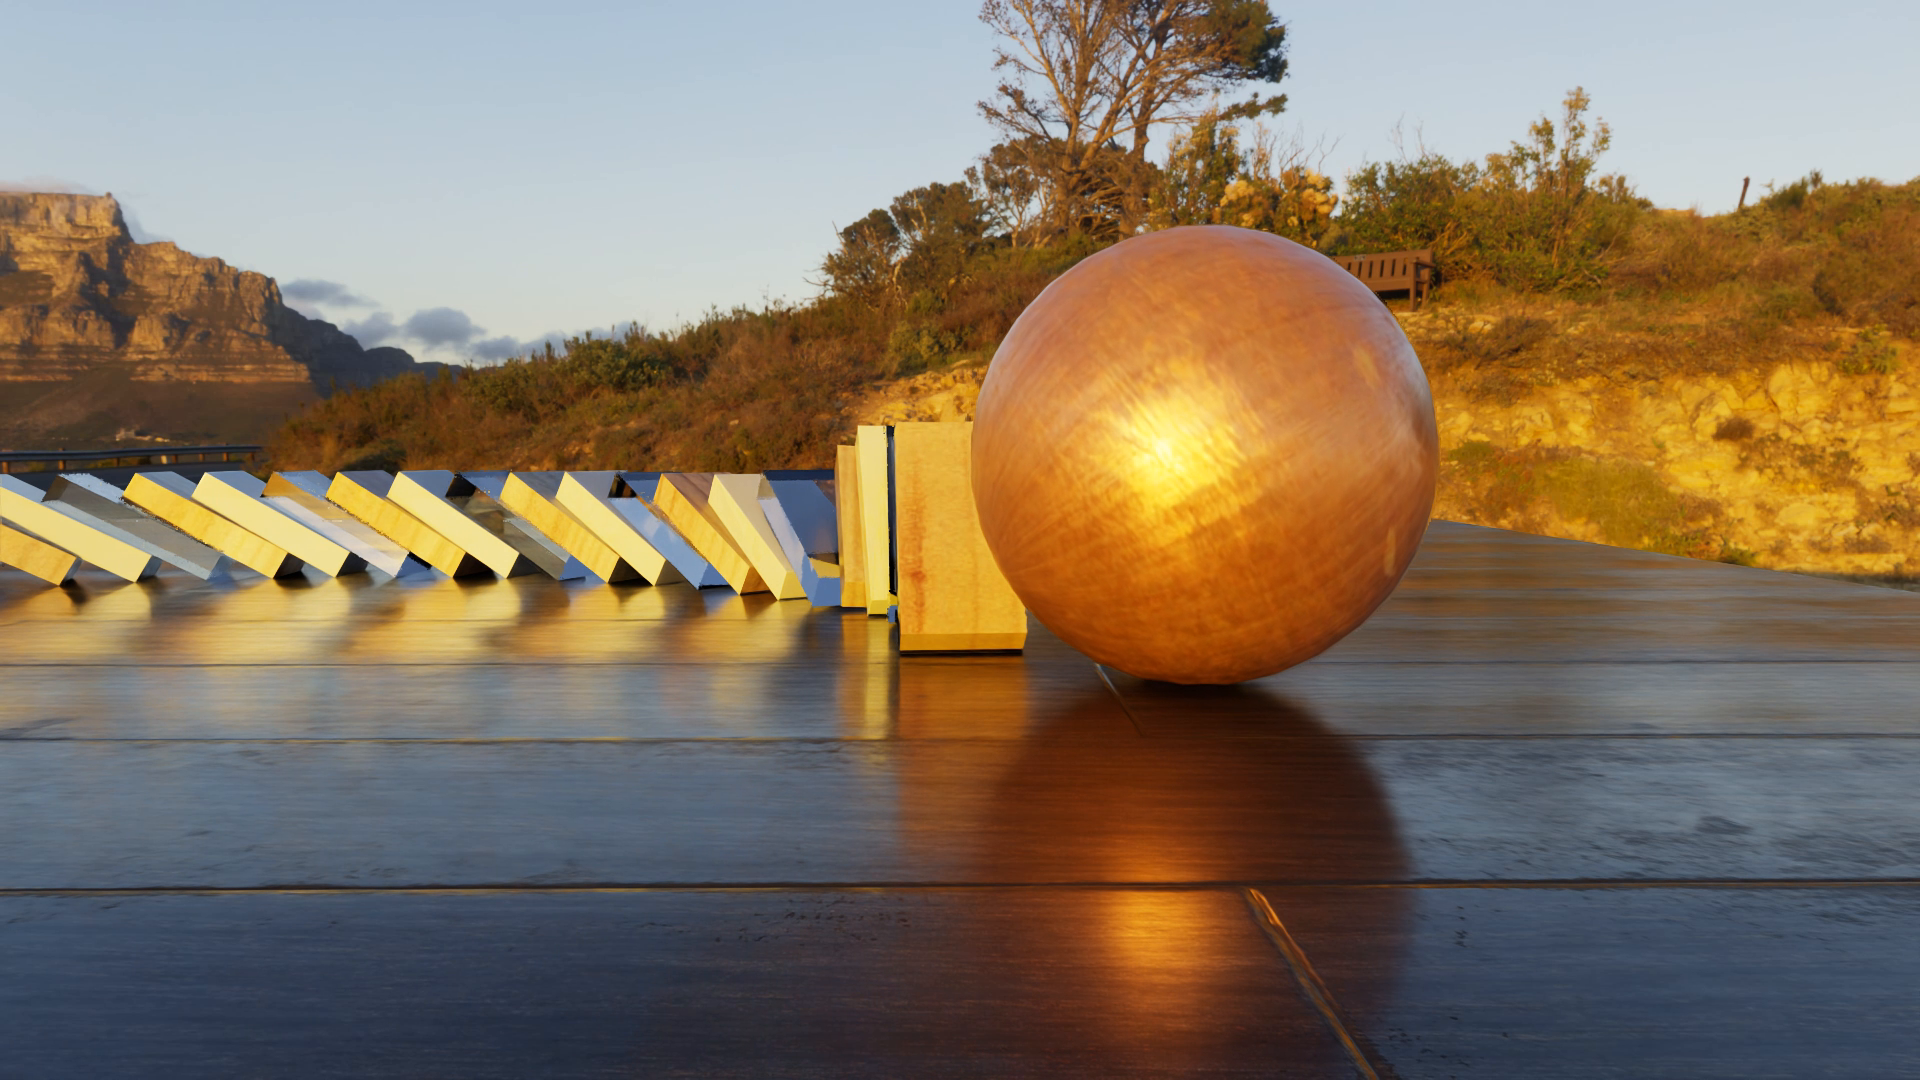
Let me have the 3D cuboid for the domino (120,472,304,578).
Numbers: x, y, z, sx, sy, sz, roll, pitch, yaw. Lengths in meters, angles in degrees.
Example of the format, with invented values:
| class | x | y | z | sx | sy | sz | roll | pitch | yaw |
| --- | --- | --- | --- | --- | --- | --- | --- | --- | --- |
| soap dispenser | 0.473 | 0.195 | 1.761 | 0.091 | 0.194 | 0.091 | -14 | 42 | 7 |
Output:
| class | x | y | z | sx | sy | sz | roll | pitch | yaw |
| --- | --- | --- | --- | --- | --- | --- | --- | --- | --- |
| domino | -0.238 | -0.005 | 0.414 | 0.050 | 0.009 | 0.025 | 30 | -1 | -10 |

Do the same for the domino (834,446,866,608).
| class | x | y | z | sx | sy | sz | roll | pitch | yaw |
| --- | --- | --- | --- | --- | --- | --- | --- | --- | --- |
| domino | -0.020 | -0.004 | 0.342 | 0.025 | 0.009 | 0.050 | 2 | 47 | -11 |

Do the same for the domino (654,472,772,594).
| class | x | y | z | sx | sy | sz | roll | pitch | yaw |
| --- | --- | --- | --- | --- | --- | --- | --- | --- | --- |
| domino | -0.067 | -0.003 | 0.383 | 0.025 | 0.010 | 0.050 | -4 | 37 | -46 |

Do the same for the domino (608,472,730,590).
| class | x | y | z | sx | sy | sz | roll | pitch | yaw |
| --- | --- | --- | --- | --- | --- | --- | --- | --- | --- |
| domino | -0.083 | -0.004 | 0.395 | 0.050 | 0.010 | 0.025 | 39 | 26 | 30 |

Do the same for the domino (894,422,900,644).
| class | x | y | z | sx | sy | sz | roll | pitch | yaw |
| --- | --- | --- | --- | --- | --- | --- | --- | --- | --- |
| domino | -0.001 | -0.002 | 0.281 | 0.025 | 0.050 | 0.010 | 0 | -29 | -5 |

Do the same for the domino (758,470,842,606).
| class | x | y | z | sx | sy | sz | roll | pitch | yaw |
| --- | --- | --- | --- | --- | --- | --- | --- | --- | --- |
| domino | -0.036 | -0.002 | 0.356 | 0.025 | 0.009 | 0.050 | -2 | 38 | -28 |

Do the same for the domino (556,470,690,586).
| class | x | y | z | sx | sy | sz | roll | pitch | yaw |
| --- | --- | --- | --- | --- | --- | --- | --- | --- | --- |
| domino | -0.101 | -0.005 | 0.404 | 0.050 | 0.010 | 0.025 | 37 | 22 | 25 |

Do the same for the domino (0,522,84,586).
| class | x | y | z | sx | sy | sz | roll | pitch | yaw |
| --- | --- | --- | --- | --- | --- | --- | --- | --- | --- |
| domino | -0.293 | -0.003 | 0.386 | 0.050 | 0.010 | 0.025 | 31 | -11 | -25 |

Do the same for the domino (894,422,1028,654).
| class | x | y | z | sx | sy | sz | roll | pitch | yaw |
| --- | --- | --- | --- | --- | --- | --- | --- | --- | --- |
| domino | -0.001 | -0.001 | 0.269 | 0.025 | 0.050 | 0.009 | 0 | -29 | -5 |

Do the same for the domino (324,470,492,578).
| class | x | y | z | sx | sy | sz | roll | pitch | yaw |
| --- | --- | --- | --- | --- | --- | --- | --- | --- | --- |
| domino | -0.179 | -0.006 | 0.422 | 0.050 | 0.010 | 0.025 | 31 | 8 | 5 |

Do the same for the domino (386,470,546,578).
| class | x | y | z | sx | sy | sz | roll | pitch | yaw |
| --- | --- | --- | --- | --- | --- | --- | --- | --- | --- |
| domino | -0.159 | -0.006 | 0.421 | 0.050 | 0.010 | 0.025 | 32 | 11 | 10 |

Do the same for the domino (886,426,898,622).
| class | x | y | z | sx | sy | sz | roll | pitch | yaw |
| --- | --- | --- | --- | --- | --- | --- | --- | --- | --- |
| domino | -0.005 | -0.005 | 0.314 | 0.025 | 0.050 | 0.010 | 0 | -29 | -5 |

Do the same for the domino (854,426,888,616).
| class | x | y | z | sx | sy | sz | roll | pitch | yaw |
| --- | --- | --- | --- | --- | --- | --- | --- | --- | --- |
| domino | -0.012 | -0.005 | 0.326 | 0.025 | 0.050 | 0.010 | -1 | -28 | -11 |

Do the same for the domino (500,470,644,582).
| class | x | y | z | sx | sy | sz | roll | pitch | yaw |
| --- | --- | --- | --- | --- | --- | --- | --- | --- | --- |
| domino | -0.120 | -0.005 | 0.412 | 0.050 | 0.010 | 0.025 | 34 | 17 | 19 |

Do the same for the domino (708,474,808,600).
| class | x | y | z | sx | sy | sz | roll | pitch | yaw |
| --- | --- | --- | --- | --- | --- | --- | --- | --- | --- |
| domino | -0.051 | -0.002 | 0.370 | 0.025 | 0.009 | 0.050 | -3 | 36 | -36 |

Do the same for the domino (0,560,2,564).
| class | x | y | z | sx | sy | sz | roll | pitch | yaw |
| --- | --- | --- | --- | --- | --- | --- | --- | --- | --- |
| domino | -0.309 | -0.002 | 0.374 | 0.050 | 0.010 | 0.025 | 32 | -13 | -29 |

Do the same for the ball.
| class | x | y | z | sx | sy | sz | roll | pitch | yaw |
| --- | --- | --- | --- | --- | --- | --- | --- | --- | --- |
| ball | 0.042 | -0.014 | 0.226 | 0.080 | 0.080 | 0.080 | 0 | 4 | 0 |

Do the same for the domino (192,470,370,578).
| class | x | y | z | sx | sy | sz | roll | pitch | yaw |
| --- | --- | --- | --- | --- | --- | --- | --- | --- | --- |
| domino | -0.219 | -0.006 | 0.418 | 0.050 | 0.010 | 0.025 | 30 | 1 | -6 |

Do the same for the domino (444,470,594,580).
| class | x | y | z | sx | sy | sz | roll | pitch | yaw |
| --- | --- | --- | --- | --- | --- | --- | --- | --- | --- |
| domino | -0.139 | -0.005 | 0.417 | 0.050 | 0.010 | 0.025 | 33 | 14 | 15 |

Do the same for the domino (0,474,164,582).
| class | x | y | z | sx | sy | sz | roll | pitch | yaw |
| --- | --- | --- | --- | --- | --- | --- | --- | --- | --- |
| domino | -0.276 | -0.004 | 0.397 | 0.050 | 0.010 | 0.025 | 30 | -6 | -20 |

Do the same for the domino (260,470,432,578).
| class | x | y | z | sx | sy | sz | roll | pitch | yaw |
| --- | --- | --- | --- | --- | --- | --- | --- | --- | --- |
| domino | -0.199 | -0.006 | 0.421 | 0.050 | 0.010 | 0.025 | 30 | 5 | 0 |

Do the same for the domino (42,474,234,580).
| class | x | y | z | sx | sy | sz | roll | pitch | yaw |
| --- | --- | --- | --- | --- | --- | --- | --- | --- | --- |
| domino | -0.258 | -0.004 | 0.406 | 0.050 | 0.010 | 0.025 | 30 | -5 | -17 |
